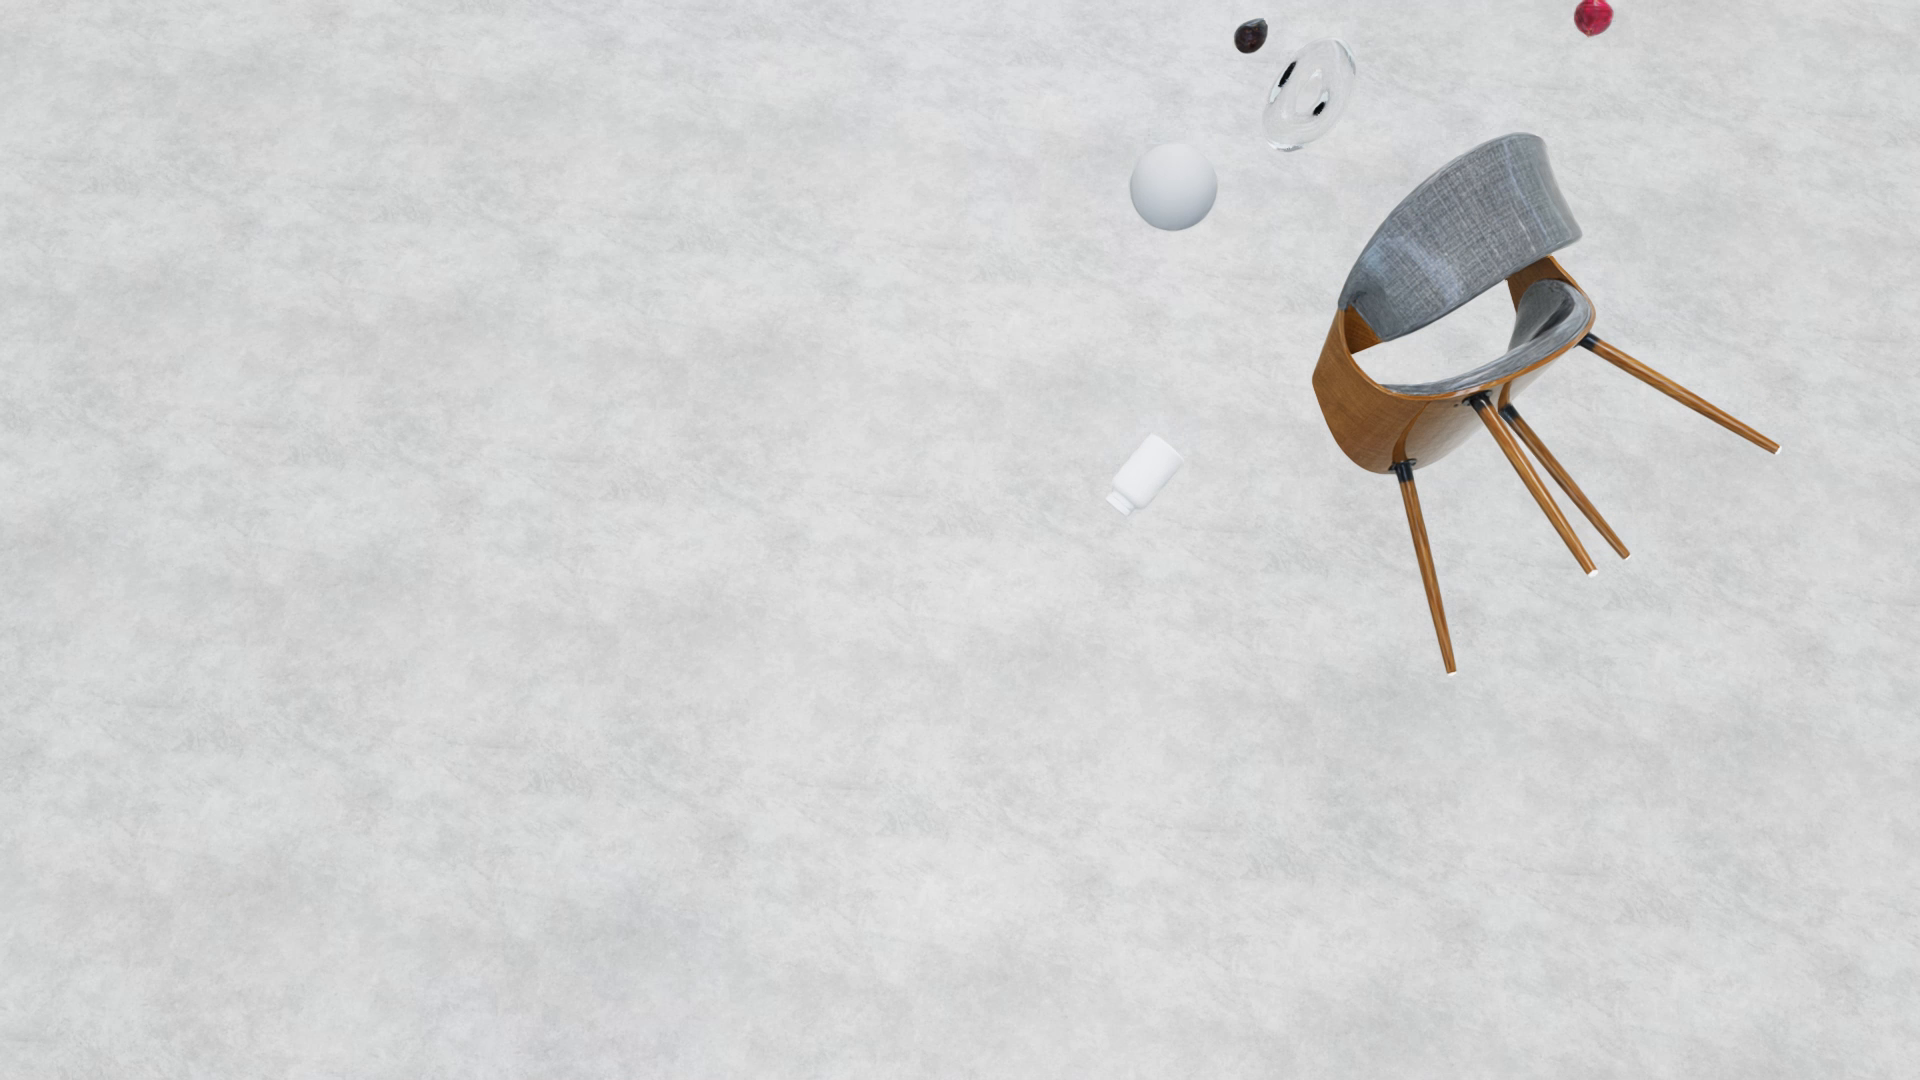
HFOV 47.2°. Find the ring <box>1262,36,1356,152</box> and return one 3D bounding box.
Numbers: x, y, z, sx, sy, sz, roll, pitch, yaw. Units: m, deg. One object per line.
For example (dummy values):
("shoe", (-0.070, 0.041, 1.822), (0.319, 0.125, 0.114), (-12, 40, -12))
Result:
("ring", (0.736, -0.940, 4.644), (0.161, 0.266, 0.083), (42, 22, 25))

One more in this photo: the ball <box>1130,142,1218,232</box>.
("ball", (0.414, -0.684, 4.266), (0.170, 0.170, 0.170), (0, 56, 0))
